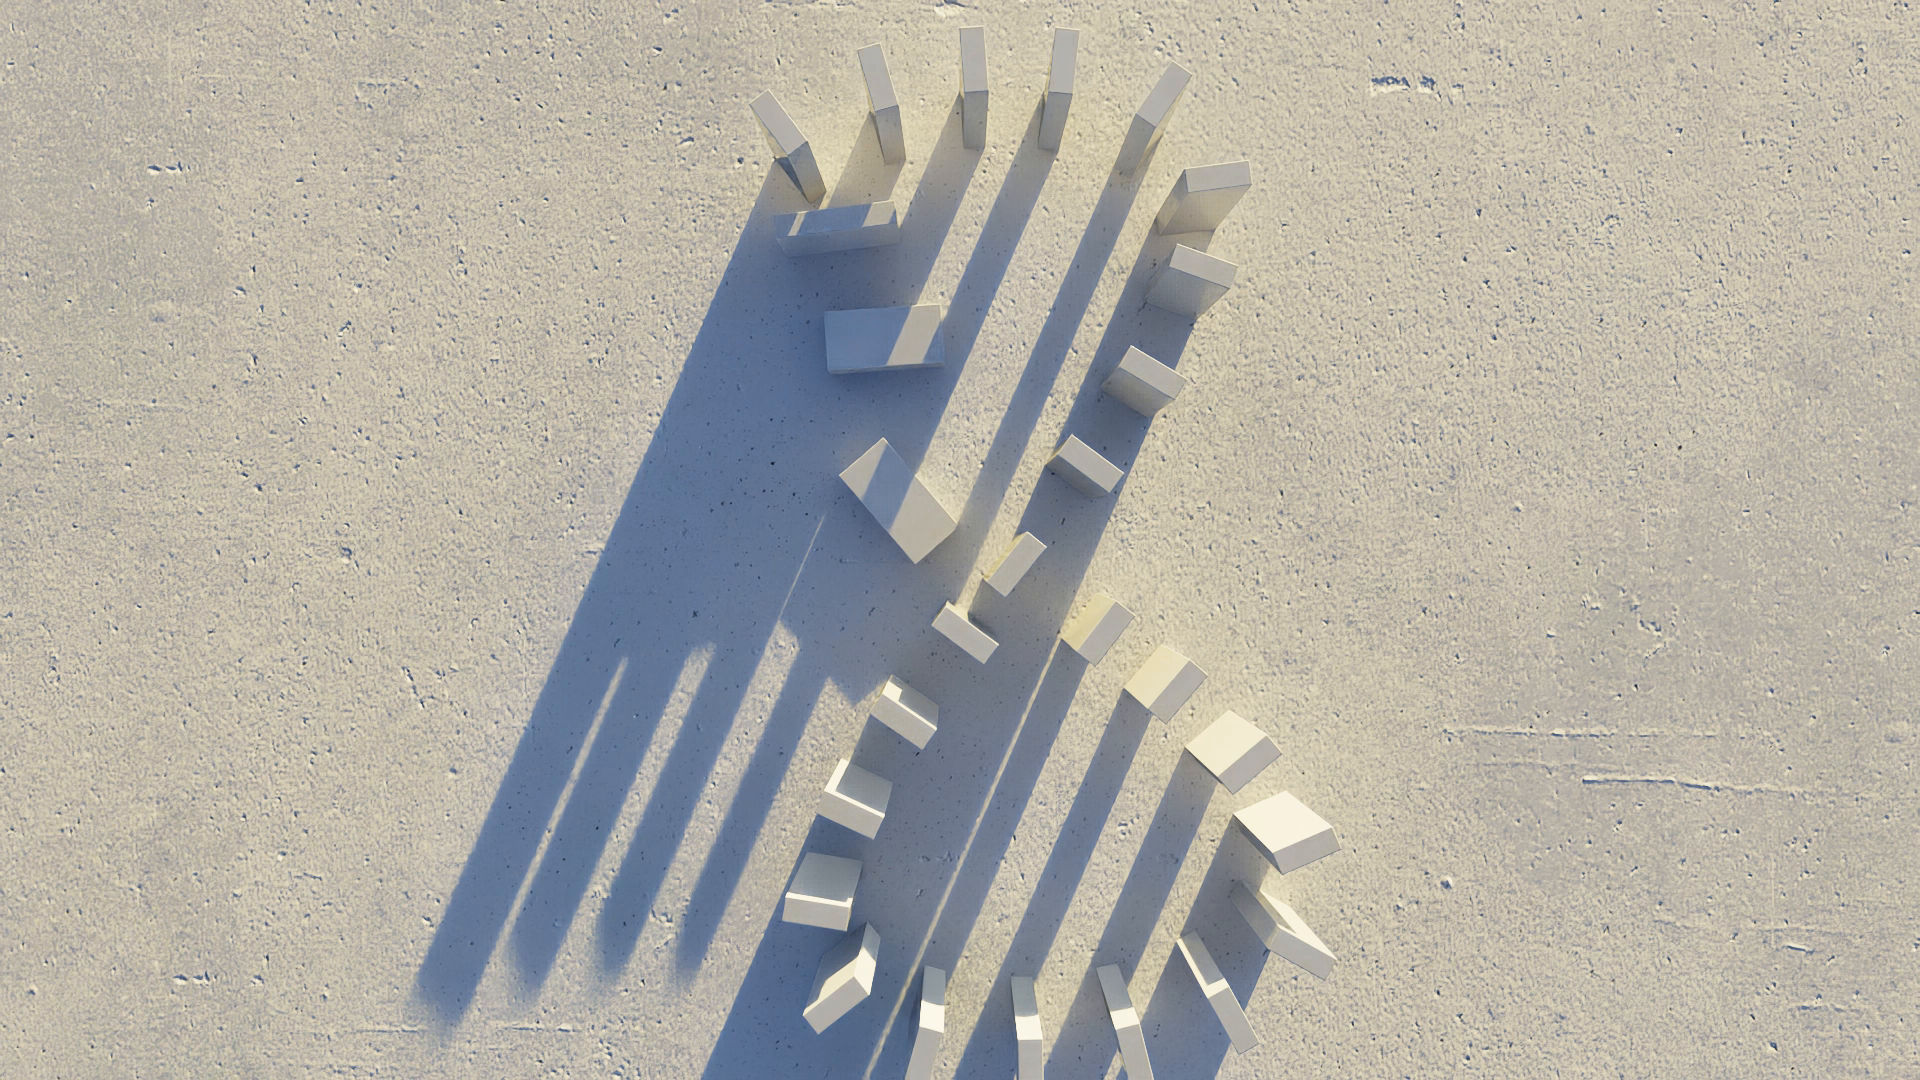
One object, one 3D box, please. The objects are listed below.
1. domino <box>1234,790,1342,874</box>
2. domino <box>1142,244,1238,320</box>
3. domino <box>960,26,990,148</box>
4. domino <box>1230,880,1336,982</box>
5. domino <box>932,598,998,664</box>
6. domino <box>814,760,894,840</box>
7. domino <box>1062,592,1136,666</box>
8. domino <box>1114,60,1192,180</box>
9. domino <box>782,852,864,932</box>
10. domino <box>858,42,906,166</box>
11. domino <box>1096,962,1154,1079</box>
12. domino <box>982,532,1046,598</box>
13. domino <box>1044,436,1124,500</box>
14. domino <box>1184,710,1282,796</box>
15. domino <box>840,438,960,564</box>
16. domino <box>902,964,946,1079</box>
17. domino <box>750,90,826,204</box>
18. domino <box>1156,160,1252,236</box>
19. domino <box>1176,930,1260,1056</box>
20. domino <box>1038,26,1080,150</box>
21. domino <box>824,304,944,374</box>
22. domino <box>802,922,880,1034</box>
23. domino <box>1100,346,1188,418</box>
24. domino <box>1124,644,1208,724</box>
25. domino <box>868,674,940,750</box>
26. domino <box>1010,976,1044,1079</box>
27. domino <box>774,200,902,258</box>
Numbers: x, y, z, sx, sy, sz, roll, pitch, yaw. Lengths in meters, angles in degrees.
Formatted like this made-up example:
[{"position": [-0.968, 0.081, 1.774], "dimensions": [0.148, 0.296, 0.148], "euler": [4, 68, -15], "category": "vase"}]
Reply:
[{"position": [0.133, 0.119, 0.375], "dimensions": [0.025, 0.050, 0.009], "euler": [-23, 90, 0], "category": "domino"}, {"position": [0.093, -0.105, 0.375], "dimensions": [0.025, 0.050, 0.009], "euler": [20, 90, 0], "category": "domino"}, {"position": [0.005, -0.184, 0.375], "dimensions": [0.010, 0.050, 0.025], "euler": [-4, 90, 0], "category": "domino"}, {"position": [0.131, 0.158, 0.375], "dimensions": [0.025, 0.050, 0.010], "euler": [29, 90, 0], "category": "domino"}, {"position": [0.002, 0.036, 0.375], "dimensions": [0.025, 0.050, 0.010], "euler": [37, 90, 0], "category": "domino"}, {"position": [-0.042, 0.105, 0.375], "dimensions": [0.025, 0.050, 0.009], "euler": [25, 90, 0], "category": "domino"}, {"position": [0.056, 0.036, 0.375], "dimensions": [0.009, 0.050, 0.025], "euler": [38, 90, 0], "category": "domino"}, {"position": [0.078, -0.170, 0.375], "dimensions": [0.010, 0.050, 0.025], "euler": [35, 90, 0], "category": "domino"}, {"position": [-0.055, 0.143, 0.375], "dimensions": [0.025, 0.050, 0.010], "euler": [9, 90, 0], "category": "domino"}, {"position": [-0.031, -0.177, 0.375], "dimensions": [0.009, 0.050, 0.025], "euler": [-16, 90, 0], "category": "domino"}, {"position": [0.067, 0.198, 0.375], "dimensions": [0.009, 0.050, 0.025], "euler": [-14, 90, 0], "category": "domino"}, {"position": [0.022, 0.009, 0.375], "dimensions": [0.009, 0.050, 0.025], "euler": [39, 90, 0], "category": "domino"}, {"position": [0.050, -0.029, 0.375], "dimensions": [0.025, 0.050, 0.010], "euler": [37, 90, 0], "category": "domino"}, {"position": [0.111, 0.086, 0.375], "dimensions": [0.025, 0.050, 0.009], "euler": [-40, 90, 0], "category": "domino"}, {"position": [-0.026, -0.017, 0.395], "dimensions": [0.025, 0.010, 0.050], "euler": [-41, 90, 0], "category": "domino"}, {"position": [-0.014, 0.199, 0.375], "dimensions": [0.010, 0.050, 0.025], "euler": [16, 90, 0], "category": "domino"}, {"position": [-0.069, -0.160, 0.375], "dimensions": [0.010, 0.050, 0.025], "euler": [-37, 90, 0], "category": "domino"}, {"position": [0.099, -0.139, 0.375], "dimensions": [0.025, 0.050, 0.009], "euler": [-8, 90, 0], "category": "domino"}, {"position": [0.105, 0.184, 0.375], "dimensions": [0.009, 0.050, 0.025], "euler": [-29, 90, 0], "category": "domino"}, {"position": [0.040, -0.183, 0.375], "dimensions": [0.010, 0.050, 0.025], "euler": [7, 90, 0], "category": "domino"}, {"position": [-0.032, -0.087, 0.395], "dimensions": [0.050, 0.010, 0.025], "euler": [-4, 90, 0], "category": "domino"}, {"position": [-0.047, 0.178, 0.375], "dimensions": [0.025, 0.050, 0.009], "euler": [-38, 90, 0], "category": "domino"}, {"position": [0.074, -0.064, 0.375], "dimensions": [0.025, 0.050, 0.010], "euler": [31, 90, 0], "category": "domino"}, {"position": [0.083, 0.058, 0.375], "dimensions": [0.010, 0.050, 0.025], "euler": [41, 90, 0], "category": "domino"}, {"position": [-0.022, 0.069, 0.375], "dimensions": [0.025, 0.050, 0.009], "euler": [34, 90, 0], "category": "domino"}, {"position": [0.027, 0.203, 0.375], "dimensions": [0.009, 0.050, 0.025], "euler": [-1, 90, 0], "category": "domino"}, {"position": [-0.051, -0.131, 0.388], "dimensions": [0.050, 0.025, 0.009], "euler": [-7, 90, 0], "category": "domino"}]
